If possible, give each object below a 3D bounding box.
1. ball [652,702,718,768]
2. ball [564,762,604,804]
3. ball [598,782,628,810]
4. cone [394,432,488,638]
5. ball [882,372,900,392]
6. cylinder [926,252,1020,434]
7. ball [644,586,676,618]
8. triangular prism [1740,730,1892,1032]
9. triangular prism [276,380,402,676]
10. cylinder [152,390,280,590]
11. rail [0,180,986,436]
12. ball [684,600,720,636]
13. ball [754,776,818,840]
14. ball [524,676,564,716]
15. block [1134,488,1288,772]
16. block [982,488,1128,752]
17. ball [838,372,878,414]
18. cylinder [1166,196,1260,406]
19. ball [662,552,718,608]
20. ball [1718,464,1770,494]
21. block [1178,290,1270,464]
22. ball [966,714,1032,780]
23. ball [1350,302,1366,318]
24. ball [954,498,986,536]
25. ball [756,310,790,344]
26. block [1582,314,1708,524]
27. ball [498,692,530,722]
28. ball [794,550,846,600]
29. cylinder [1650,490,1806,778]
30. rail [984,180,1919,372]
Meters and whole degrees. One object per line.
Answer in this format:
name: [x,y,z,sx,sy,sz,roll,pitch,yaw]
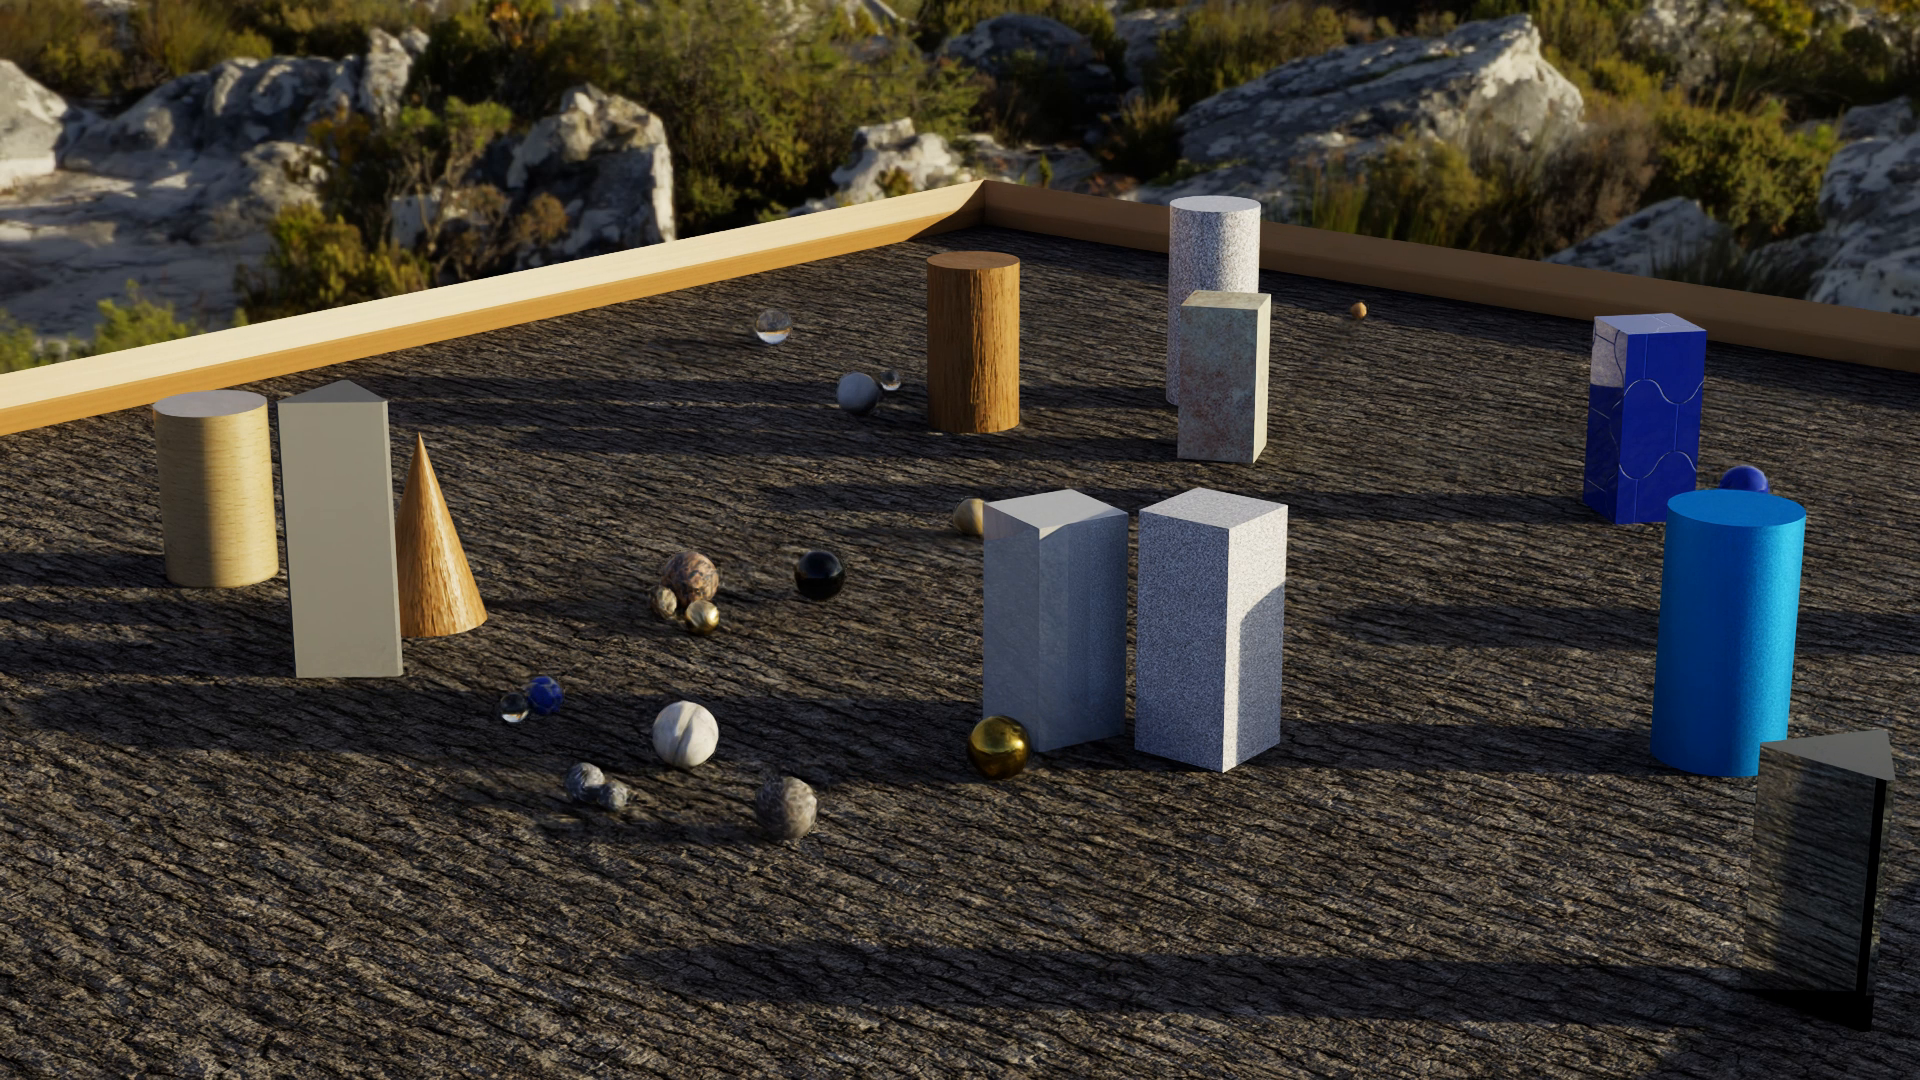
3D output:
ball: [-0.406,0.287,4.329,0.098,0.098,0.098,0,17,0]
ball: [-0.537,0.348,4.196,0.058,0.058,0.058,0,17,0]
ball: [-0.493,0.364,4.170,0.042,0.042,0.042,0,17,0]
cone: [-0.906,-0.024,4.958,0.197,0.330,0.197,0,17,0]
ball: [-0.154,-0.354,6.550,0.043,0.043,0.043,0,17,0]
cylinder: [0.028,-0.423,6.243,0.197,0.352,0.197,0,17,0]
ball: [-0.511,0.107,5.002,0.055,0.055,0.055,0,17,0]
triangular prism: [1.073,0.401,3.563,0.170,0.322,0.148,16,23,42]
triangular prism: [-0.989,-0.020,4.728,0.170,0.455,0.148,-1,17,-2]
cylinder: [-1.322,-0.091,5.213,0.197,0.312,0.197,0,17,0]
rail: [-1.676,-0.388,6.513,0.045,0.128,5.375,14,22,39]
ball: [-0.433,0.130,4.917,0.060,0.060,0.060,0,17,0]
ball: [-0.241,0.371,4.069,0.087,0.087,0.087,0,17,0]
ball: [-0.646,0.241,4.547,0.061,0.061,0.061,0,17,0]
block: [0.373,0.131,4.367,0.157,0.374,0.157,13,21,36]
block: [0.143,0.120,4.447,0.157,0.350,0.157,-10,19,-30]
ball: [-0.221,-0.317,6.347,0.090,0.090,0.090,0,17,0]
cylinder: [0.554,-0.521,6.424,0.197,0.436,0.197,0,17,0]
ball: [-0.466,0.069,5.052,0.098,0.098,0.098,0,17,0]
ball: [1.499,-0.096,5.604,0.096,0.096,0.096,0,17,0]
block: [0.542,-0.336,6.015,0.157,0.319,0.157,4,17,14]
ball: [0.057,0.303,4.283,0.094,0.094,0.094,0,17,0]
ball: [0.988,-0.570,7.272,0.041,0.041,0.041,0,17,0]
ball: [0.025,-0.043,5.472,0.071,0.071,0.071,0,17,0]
ball: [-0.445,-0.507,6.990,0.082,0.082,0.082,0,17,0]
block: [1.302,-0.232,5.585,0.157,0.368,0.157,-3,17,-11]
ball: [-0.687,0.258,4.514,0.047,0.047,0.047,0,17,0]
ball: [-0.244,0.061,5.094,0.090,0.090,0.090,0,17,0]
cylinder: [1.134,0.136,4.337,0.197,0.383,0.197,0,17,0]
rail: [1.746,-0.548,7.046,4.485,0.128,0.045,14,22,39]
